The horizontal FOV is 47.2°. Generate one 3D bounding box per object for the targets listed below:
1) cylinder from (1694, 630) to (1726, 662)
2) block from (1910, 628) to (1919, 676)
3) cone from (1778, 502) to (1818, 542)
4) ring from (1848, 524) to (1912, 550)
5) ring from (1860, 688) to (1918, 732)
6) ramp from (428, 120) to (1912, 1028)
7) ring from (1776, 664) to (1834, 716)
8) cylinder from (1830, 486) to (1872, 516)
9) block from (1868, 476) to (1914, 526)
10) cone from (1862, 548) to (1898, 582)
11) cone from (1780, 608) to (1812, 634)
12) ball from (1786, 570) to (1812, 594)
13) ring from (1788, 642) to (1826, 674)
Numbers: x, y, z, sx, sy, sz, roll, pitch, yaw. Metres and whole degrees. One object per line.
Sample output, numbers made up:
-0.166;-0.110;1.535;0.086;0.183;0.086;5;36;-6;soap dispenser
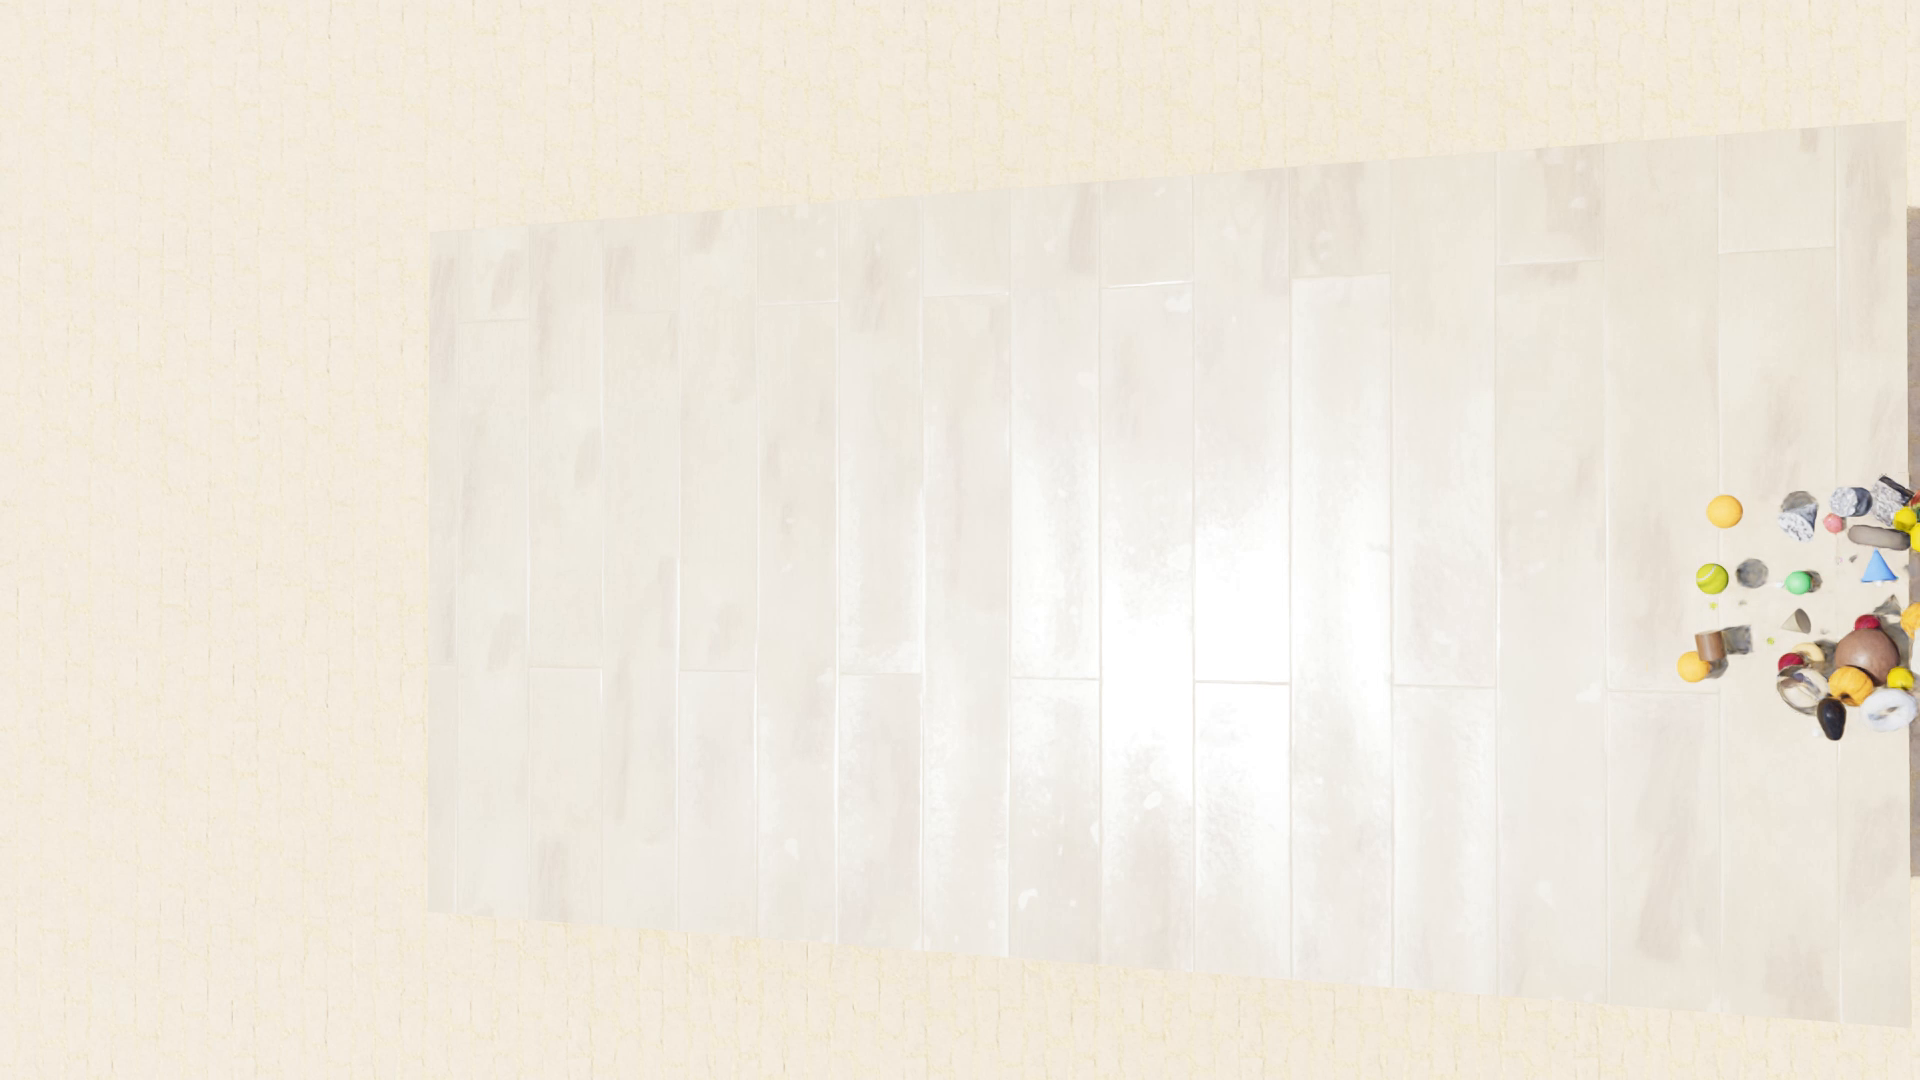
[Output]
1.664;0.233;4.877;0.060;0.060;0.060;-11;91;0;cylinder
1.639;0.180;3.625;0.091;0.091;0.091;-35;134;-22;block
1.692;-0.051;4.394;0.079;0.079;0.079;-43;89;-19;cone
1.626;-0.004;3.889;0.106;0.106;0.035;9;93;0;ring
1.849;0.340;4.379;0.110;0.037;0.110;1;131;1;ring
0.283;0.083;5.704;4.000;0.100;2.000;0;89;24;ramp
1.815;0.324;4.725;0.044;0.131;0.131;-41;89;-24;ring
1.667;-0.071;4.115;0.056;0.056;0.056;0;89;-39;cylinder
1.875;-0.080;4.449;0.069;0.069;0.069;37;116;22;block
1.624;0.042;3.892;0.060;0.060;0.060;-4;85;0;cone
1.688;0.172;4.466;0.056;0.056;0.056;17;61;-34;cone
1.862;0.095;4.883;0.054;0.054;0.054;0;89;0;ball
1.862;0.269;4.840;0.030;0.089;0.089;7;89;-32;ring
